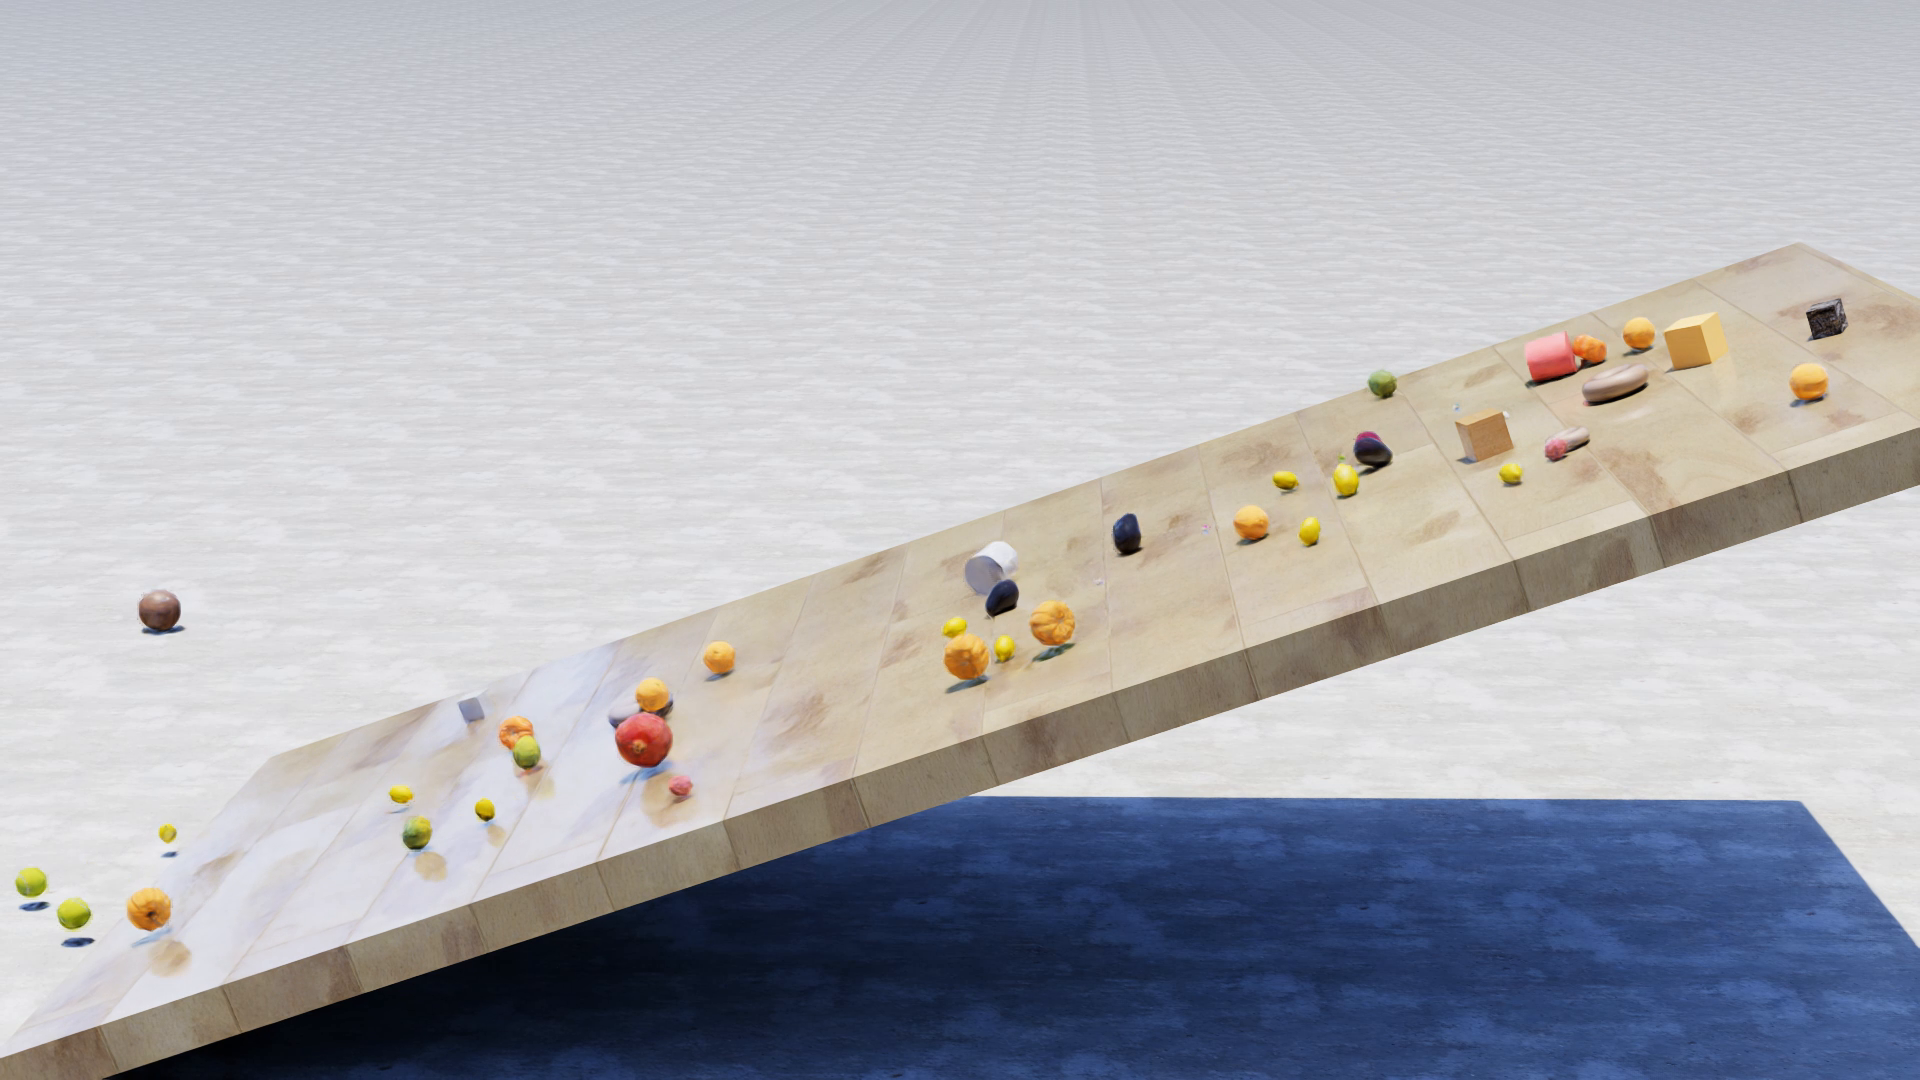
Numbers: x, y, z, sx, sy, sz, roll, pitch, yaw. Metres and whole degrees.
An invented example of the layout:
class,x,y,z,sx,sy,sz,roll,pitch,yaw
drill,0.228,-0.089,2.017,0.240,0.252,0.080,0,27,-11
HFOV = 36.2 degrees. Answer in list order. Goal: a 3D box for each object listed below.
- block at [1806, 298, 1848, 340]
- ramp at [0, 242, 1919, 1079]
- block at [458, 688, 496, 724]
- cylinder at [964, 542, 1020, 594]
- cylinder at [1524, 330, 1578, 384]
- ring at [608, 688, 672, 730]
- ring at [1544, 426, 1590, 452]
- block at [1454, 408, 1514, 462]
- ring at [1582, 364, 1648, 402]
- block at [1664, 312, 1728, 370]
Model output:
class,x,y,z,sx,sy,sz,roll,pitch,yaw
block,1.781,-0.454,6.040,0.060,0.060,0.060,-13,13,33
ramp,0.110,0.179,6.302,4.000,0.100,2.000,-19,11,6
block,-1.157,0.397,7.039,0.057,0.057,0.057,-16,12,20
cylinder,0.070,0.061,6.432,0.092,0.092,0.092,5,21,22
cylinder,1.313,-0.406,6.540,0.092,0.092,0.092,-22,7,15
ring,-0.695,0.366,6.404,0.150,0.050,0.150,-20,11,4
ring,1.213,-0.200,5.876,0.093,0.031,0.093,-21,7,3
block,1.080,-0.217,6.059,0.080,0.080,0.080,-21,11,-4
ring,1.376,-0.331,6.179,0.143,0.048,0.143,-21,8,3
block,1.552,-0.419,6.201,0.087,0.087,0.087,-10,15,42
